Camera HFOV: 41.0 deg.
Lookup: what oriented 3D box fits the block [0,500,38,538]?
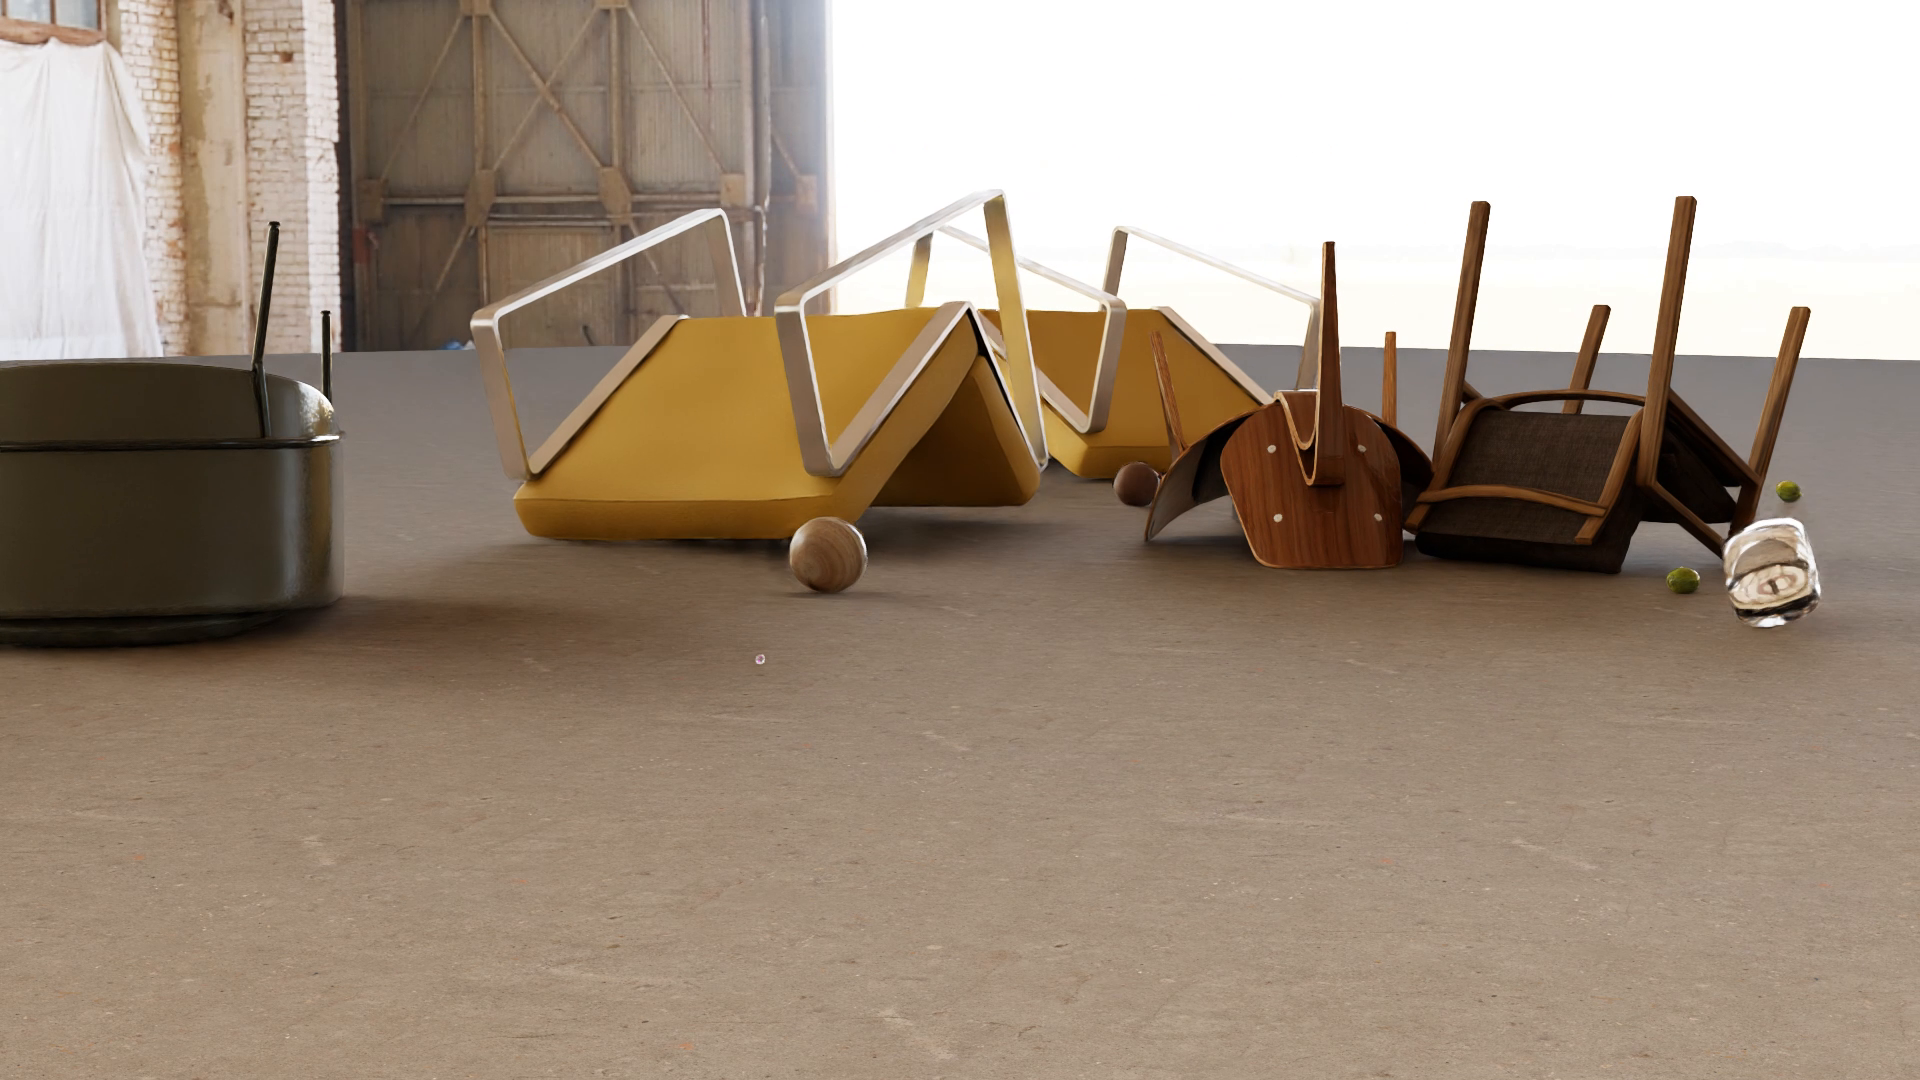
[{"bbox_3d":[-2.456,-0.049,6.478,0.123,0.084,0.212,4,7,31],"label":"block"}]

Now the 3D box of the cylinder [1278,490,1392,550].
[{"bbox_3d":[0.927,-0.052,6.337,0.271,0.119,0.298,-2,6,-19],"label":"cylinder"}]

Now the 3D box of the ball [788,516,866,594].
[{"bbox_3d":[-0.275,0.031,5.328,0.161,0.161,0.161,0,6,0],"label":"ball"}]

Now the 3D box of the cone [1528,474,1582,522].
[{"bbox_3d":[1.619,-0.084,6.935,0.145,0.126,0.183,5,25,5],"label":"cone"}]

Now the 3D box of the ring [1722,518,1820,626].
[{"bbox_3d":[1.548,0.060,4.895,0.153,0.173,0.420,-15,10,20],"label":"ring"}]

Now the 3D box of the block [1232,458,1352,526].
[{"bbox_3d":[0.887,-0.128,6.864,0.272,0.161,0.225,-1,6,-7],"label":"block"}]

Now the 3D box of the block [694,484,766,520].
[{"bbox_3d":[-0.629,-0.104,7.030,0.160,0.081,0.117,5,8,42],"label":"block"}]
